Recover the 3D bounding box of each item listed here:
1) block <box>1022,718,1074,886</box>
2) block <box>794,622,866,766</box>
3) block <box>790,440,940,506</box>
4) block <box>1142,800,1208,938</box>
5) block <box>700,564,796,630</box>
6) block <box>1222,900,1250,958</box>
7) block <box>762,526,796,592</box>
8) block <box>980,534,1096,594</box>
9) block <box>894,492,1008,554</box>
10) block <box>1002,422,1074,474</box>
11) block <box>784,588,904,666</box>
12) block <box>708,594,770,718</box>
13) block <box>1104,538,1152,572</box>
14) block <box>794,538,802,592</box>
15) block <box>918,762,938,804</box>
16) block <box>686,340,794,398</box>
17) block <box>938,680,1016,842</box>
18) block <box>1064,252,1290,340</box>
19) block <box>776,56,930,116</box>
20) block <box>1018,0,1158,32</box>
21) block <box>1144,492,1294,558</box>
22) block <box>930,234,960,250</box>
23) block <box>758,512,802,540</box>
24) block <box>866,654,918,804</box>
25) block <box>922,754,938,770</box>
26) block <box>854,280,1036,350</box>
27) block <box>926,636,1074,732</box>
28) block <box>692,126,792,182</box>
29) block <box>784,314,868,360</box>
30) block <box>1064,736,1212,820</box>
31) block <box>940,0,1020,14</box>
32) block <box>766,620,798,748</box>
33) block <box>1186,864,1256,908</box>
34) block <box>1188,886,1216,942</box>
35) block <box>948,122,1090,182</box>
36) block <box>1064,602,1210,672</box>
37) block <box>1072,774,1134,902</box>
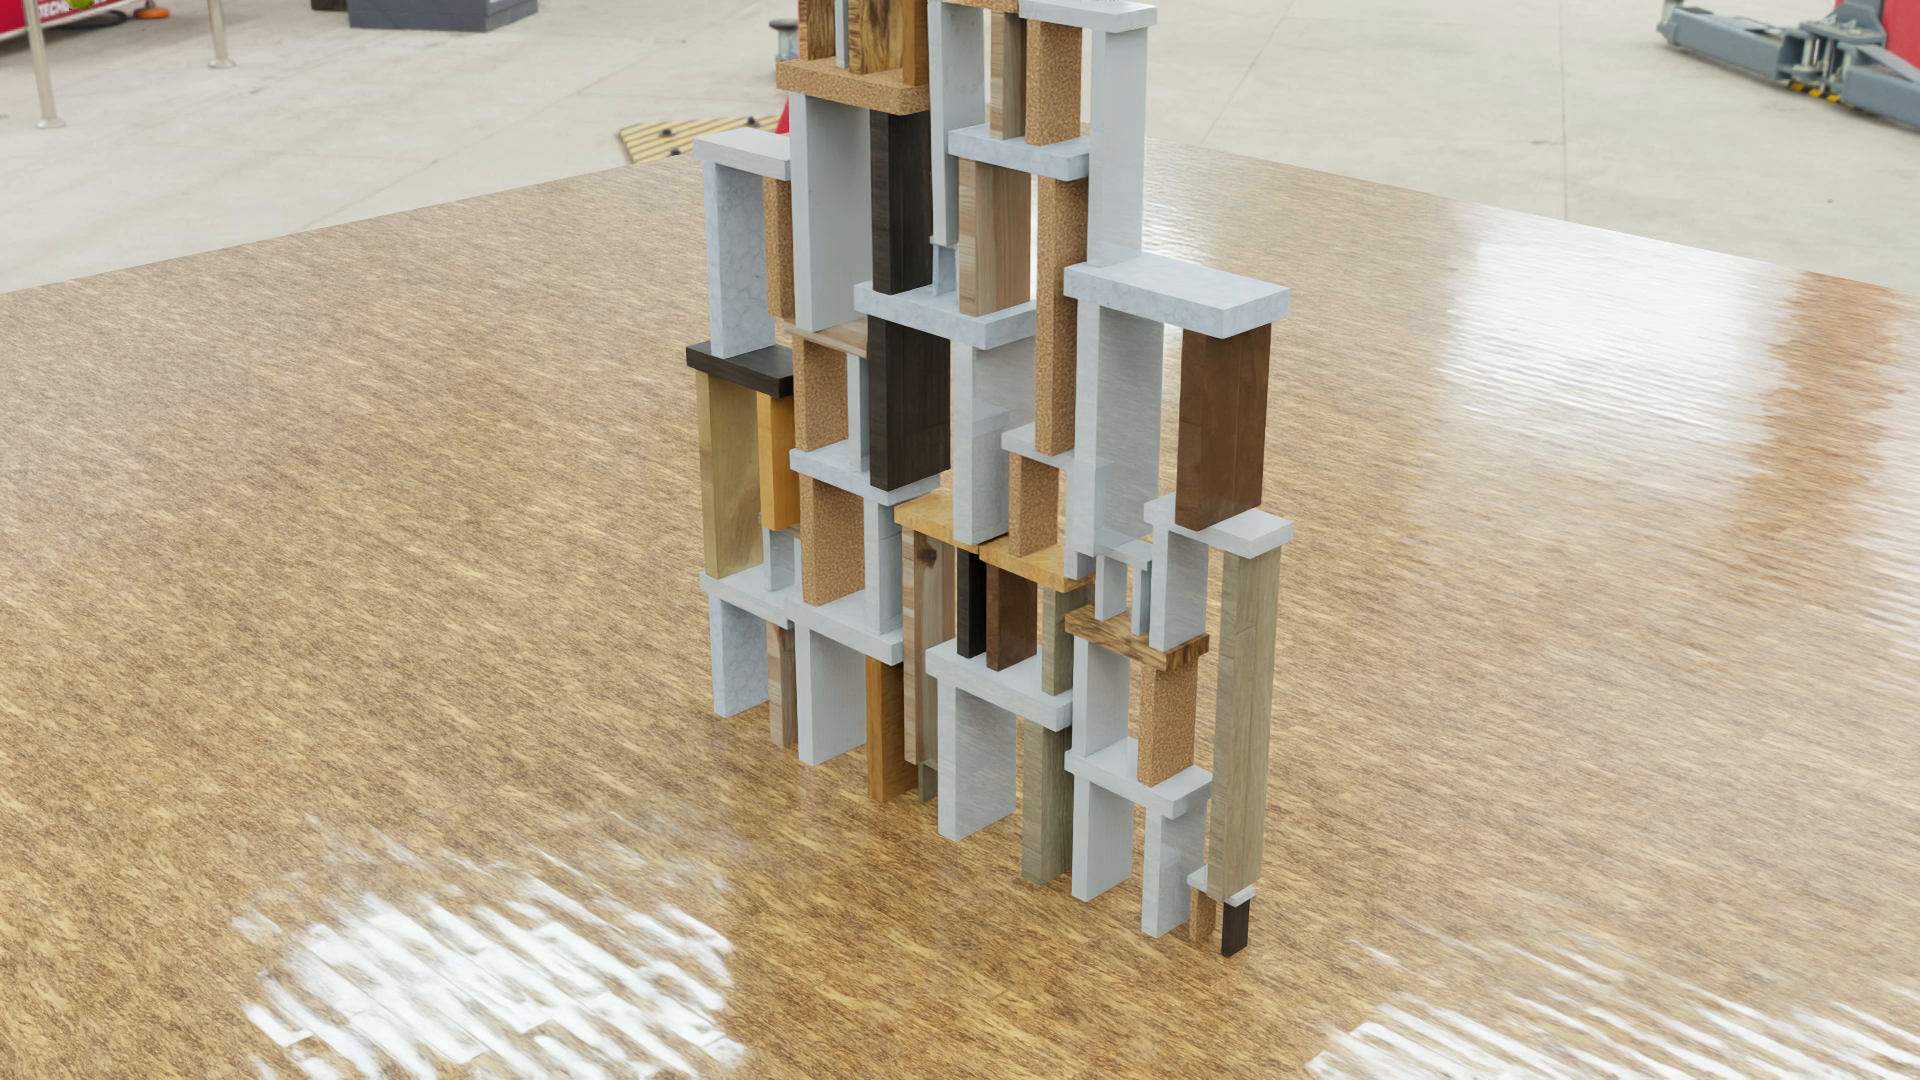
[{"bbox_3d":[0.197,0.472,4.206,0.049,0.345,0.172,21,31,41],"label":"block"},{"bbox_3d":[-0.268,0.301,4.638,0.046,0.322,0.161,21,31,41],"label":"block"},{"bbox_3d":[-0.190,-0.142,4.372,0.285,0.040,0.143,21,31,40],"label":"block"},{"bbox_3d":[0.394,0.589,4.039,0.037,0.261,0.130,21,31,41],"label":"block"},{"bbox_3d":[-0.410,0.108,4.714,0.289,0.041,0.144,21,31,41],"label":"block"},{"bbox_3d":[0.499,0.695,3.979,0.056,0.112,0.016,-21,31,-41],"label":"block"},{"bbox_3d":[-0.380,0.028,4.657,0.075,0.150,0.021,-21,31,-41],"label":"block"},{"bbox_3d":[0.150,0.037,4.073,0.108,0.031,0.216,-21,31,-40],"label":"block"},{"bbox_3d":[-0.008,-0.034,4.216,0.113,0.032,0.225,-21,31,-41],"label":"block"},{"bbox_3d":[0.183,-0.166,3.955,0.203,0.029,0.102,21,31,41],"label":"block"},{"bbox_3d":[-0.192,0.162,4.496,0.322,0.046,0.161,21,31,41],"label":"block"},{"bbox_3d":[-0.479,0.233,4.841,0.041,0.289,0.144,21,31,41],"label":"block"},{"bbox_3d":[0.303,0.019,3.900,0.065,0.018,0.130,-21,31,-41],"label":"block"},{"bbox_3d":[-0.309,0.056,4.592,0.021,0.150,0.075,21,31,41],"label":"block"},{"bbox_3d":[-0.064,0.487,4.495,0.013,0.092,0.046,21,31,41],"label":"block"},{"bbox_3d":[-0.413,-0.361,4.522,0.294,0.042,0.147,21,31,41],"label":"block"},{"bbox_3d":[0.035,0.409,4.356,0.049,0.345,0.172,21,31,41],"label":"block"},{"bbox_3d":[0.357,-0.413,3.659,0.171,0.049,0.343,-21,31,-41],"label":"block"},{"bbox_3d":[-0.164,-0.842,4.041,0.168,0.048,0.337,-21,31,-41],"label":"block"},{"bbox_3d":[0.211,-0.871,3.627,0.211,0.030,0.105,21,31,40],"label":"block"},{"bbox_3d":[0.439,-0.031,3.741,0.116,0.033,0.231,-21,31,-40],"label":"block"},{"bbox_3d":[-0.003,-0.542,3.991,0.096,0.014,0.048,20,31,39],"label":"block"},{"bbox_3d":[-0.345,-0.037,4.591,0.150,0.021,0.075,21,31,41],"label":"block"},{"bbox_3d":[-0.117,0.361,4.498,0.046,0.322,0.161,21,31,41],"label":"block"},{"bbox_3d":[-0.042,0.447,4.455,0.092,0.013,0.046,21,31,41],"label":"block"},{"bbox_3d":[-0.016,-0.430,4.056,0.172,0.049,0.344,-21,31,-40],"label":"block"},{"bbox_3d":[0.116,0.260,4.204,0.345,0.049,0.172,21,31,41],"label":"block"},{"bbox_3d":[-0.382,-0.759,4.318,0.139,0.039,0.278,-21,31,-41],"label":"block"},{"bbox_3d":[-0.221,-0.409,4.296,0.238,0.034,0.119,21,31,40],"label":"block"},{"bbox_3d":[0.332,0.428,4.037,0.130,0.037,0.261,-21,31,-41],"label":"block"},{"bbox_3d":[0.046,-0.937,3.761,0.218,0.031,0.109,20,31,39],"label":"block"},{"bbox_3d":[-0.342,0.287,4.715,0.041,0.289,0.144,21,31,41],"label":"block"},{"bbox_3d":[0.472,0.625,3.978,0.056,0.016,0.113,-21,31,-41],"label":"block"},{"bbox_3d":[0.446,0.674,4.028,0.016,0.112,0.056,21,31,41],"label":"block"},{"bbox_3d":[0.129,-0.674,3.792,0.142,0.040,0.283,-21,31,-40],"label":"block"},{"bbox_3d":[0.317,0.167,3.951,0.239,0.034,0.119,21,31,41],"label":"block"},{"bbox_3d":[0.271,0.541,4.152,0.037,0.261,0.131,21,31,41],"label":"block"}]
